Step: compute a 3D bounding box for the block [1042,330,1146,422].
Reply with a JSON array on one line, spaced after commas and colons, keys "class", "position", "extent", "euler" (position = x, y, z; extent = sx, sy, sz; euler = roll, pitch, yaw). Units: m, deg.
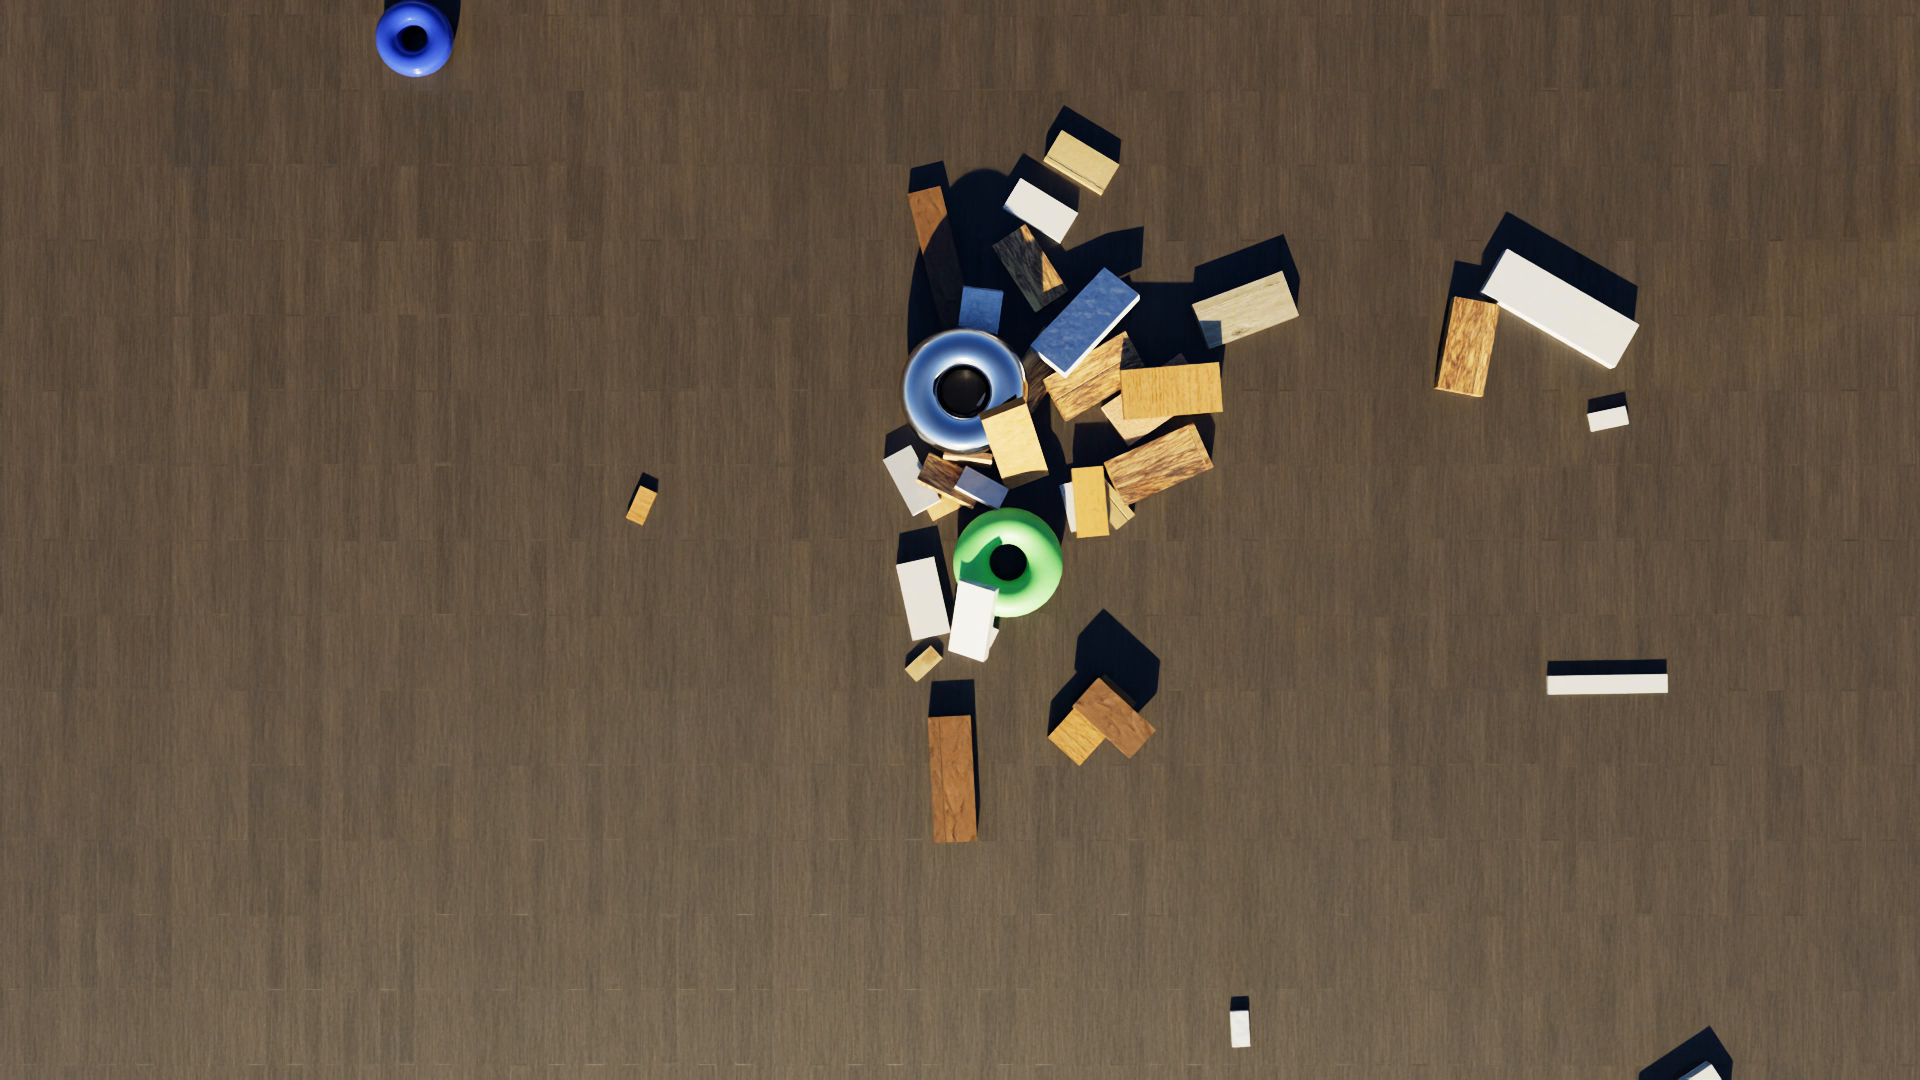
[{"class": "block", "position": [0.446, -0.542, 5.456], "extent": [0.316, 0.045, 0.158], "euler": [-31, 98, -4]}]

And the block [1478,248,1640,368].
[{"class": "block", "position": [1.988, -0.768, 5.477], "extent": [0.505, 0.046, 0.162], "euler": [30, 90, 0]}]

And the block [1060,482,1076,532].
[{"class": "block", "position": [0.389, -0.114, 5.489], "extent": [0.081, 0.023, 0.161], "euler": [-15, 90, 0]}]

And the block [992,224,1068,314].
[{"class": "block", "position": [0.233, -0.900, 5.481], "extent": [0.131, 0.037, 0.263], "euler": [-33, 90, 0]}]

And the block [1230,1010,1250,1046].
[{"class": "block", "position": [0.932, 1.626, 5.492], "extent": [0.059, 0.017, 0.117], "euler": [-3, 90, 0]}]

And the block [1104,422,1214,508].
[{"class": "block", "position": [0.657, -0.248, 5.466], "extent": [0.323, 0.046, 0.162], "euler": [-24, 89, -4]}]

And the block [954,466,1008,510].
[{"class": "block", "position": [0.072, -0.170, 5.436], "extent": [0.161, 0.023, 0.081], "euler": [29, 71, -3]}]

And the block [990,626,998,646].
[{"class": "block", "position": [0.061, 0.300, 5.491], "extent": [0.122, 0.017, 0.061], "euler": [26, 90, 0]}]

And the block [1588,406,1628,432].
[{"class": "block", "position": [2.158, -0.404, 5.491], "extent": [0.122, 0.017, 0.061], "euler": [-12, 90, 0]}]

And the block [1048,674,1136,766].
[{"class": "block", "position": [0.438, 0.596, 5.480], "extent": [0.141, 0.040, 0.283], "euler": [42, 90, 0]}]

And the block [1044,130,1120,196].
[{"class": "block", "position": [0.404, -1.254, 5.484], "extent": [0.223, 0.032, 0.112], "euler": [31, 90, 0]}]

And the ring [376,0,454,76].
[{"class": "ring", "position": [-1.805, -1.661, 5.458], "extent": [0.255, 0.085, 0.255], "euler": [0, 89, -1]}]

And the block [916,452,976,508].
[{"class": "block", "position": [-0.030, -0.196, 5.451], "extent": [0.210, 0.030, 0.105], "euler": [26, 73, -4]}]

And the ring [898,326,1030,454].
[{"class": "ring", "position": [0.012, -0.488, 5.400], "extent": [0.428, 0.143, 0.428], "euler": [1, 102, 3]}]

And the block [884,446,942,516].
[{"class": "block", "position": [-0.159, -0.198, 5.472], "extent": [0.105, 0.030, 0.210], "euler": [-28, 83, 0]}]

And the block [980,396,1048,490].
[{"class": "block", "position": [0.178, -0.312, 5.386], "extent": [0.153, 0.043, 0.306], "euler": [-21, 130, 0]}]

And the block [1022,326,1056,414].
[{"class": "block", "position": [0.259, -0.564, 5.481], "extent": [0.131, 0.037, 0.263], "euler": [34, 90, 0]}]

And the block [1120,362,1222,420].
[{"class": "block", "position": [0.694, -0.490, 5.428], "extent": [0.323, 0.046, 0.162], "euler": [-5, 93, -2]}]

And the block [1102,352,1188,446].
[{"class": "block", "position": [0.645, -0.464, 5.478], "extent": [0.316, 0.045, 0.158], "euler": [-34, 90, 0]}]

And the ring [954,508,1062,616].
[{"class": "ring", "position": [0.158, 0.073, 5.440], "extent": [0.363, 0.121, 0.363], "euler": [0, 90, 1]}]

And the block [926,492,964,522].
[{"class": "block", "position": [-0.037, -0.133, 5.489], "extent": [0.157, 0.022, 0.078], "euler": [-26, 90, 0]}]

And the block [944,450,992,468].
[{"class": "block", "position": [0.025, -0.269, 5.458], "extent": [0.161, 0.081, 0.023], "euler": [6, 73, 0]}]

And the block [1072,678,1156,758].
[{"class": "block", "position": [0.507, 0.586, 5.442], "extent": [0.257, 0.036, 0.128], "euler": [42, 90, 0]}]

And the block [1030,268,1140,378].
[{"class": "block", "position": [0.412, -0.716, 5.432], "extent": [0.153, 0.043, 0.367], "euler": [41, 81, 15]}]

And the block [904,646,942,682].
[{"class": "block", "position": [-0.121, 0.411, 5.492], "extent": [0.117, 0.017, 0.059], "euler": [-42, 90, 0]}]

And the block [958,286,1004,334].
[{"class": "block", "position": [0.059, -0.698, 5.435], "extent": [0.131, 0.037, 0.263], "euler": [6, 108, -5]}]

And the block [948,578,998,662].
[{"class": "block", "position": [0.044, 0.261, 5.413], "extent": [0.128, 0.036, 0.256], "euler": [17, 114, 20]}]

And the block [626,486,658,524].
[{"class": "block", "position": [-1.060, -0.115, 5.492], "extent": [0.059, 0.017, 0.117], "euler": [24, 90, 0]}]

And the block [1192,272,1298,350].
[{"class": "block", "position": [0.945, -0.761, 5.478], "extent": [0.316, 0.045, 0.158], "euler": [-20, 90, 0]}]

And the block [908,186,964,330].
[{"class": "block", "position": [-0.057, -0.907, 5.484], "extent": [0.112, 0.032, 0.523], "euler": [-14, 90, 0]}]

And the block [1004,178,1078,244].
[{"class": "block", "position": [0.267, -1.094, 5.484], "extent": [0.223, 0.032, 0.112], "euler": [31, 90, 0]}]

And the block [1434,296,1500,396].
[{"class": "block", "position": [1.684, -0.641, 5.478], "extent": [0.153, 0.043, 0.306], "euler": [11, 90, 0]}]

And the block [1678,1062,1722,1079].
[{"class": "block", "position": [2.410, 1.873, 5.480], "extent": [0.283, 0.040, 0.141], "euler": [-34, 90, 0]}]

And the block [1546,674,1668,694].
[{"class": "block", "position": [2.154, 0.479, 5.491], "extent": [0.396, 0.017, 0.061], "euler": [-1, 90, 0]}]

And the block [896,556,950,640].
[{"class": "block", "position": [-0.122, 0.194, 5.482], "extent": [0.128, 0.036, 0.257], "euler": [-12, 90, 0]}]

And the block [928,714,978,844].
[{"class": "block", "position": [-0.025, 0.792, 5.480], "extent": [0.141, 0.040, 0.416], "euler": [-3, 90, 0]}]

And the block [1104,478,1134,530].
[{"class": "block", "position": [0.501, -0.119, 5.489], "extent": [0.078, 0.022, 0.157], "euler": [-40, 90, 0]}]

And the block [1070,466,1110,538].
[{"class": "block", "position": [0.430, -0.126, 5.462], "extent": [0.105, 0.030, 0.229], "euler": [-5, 90, 0]}]
